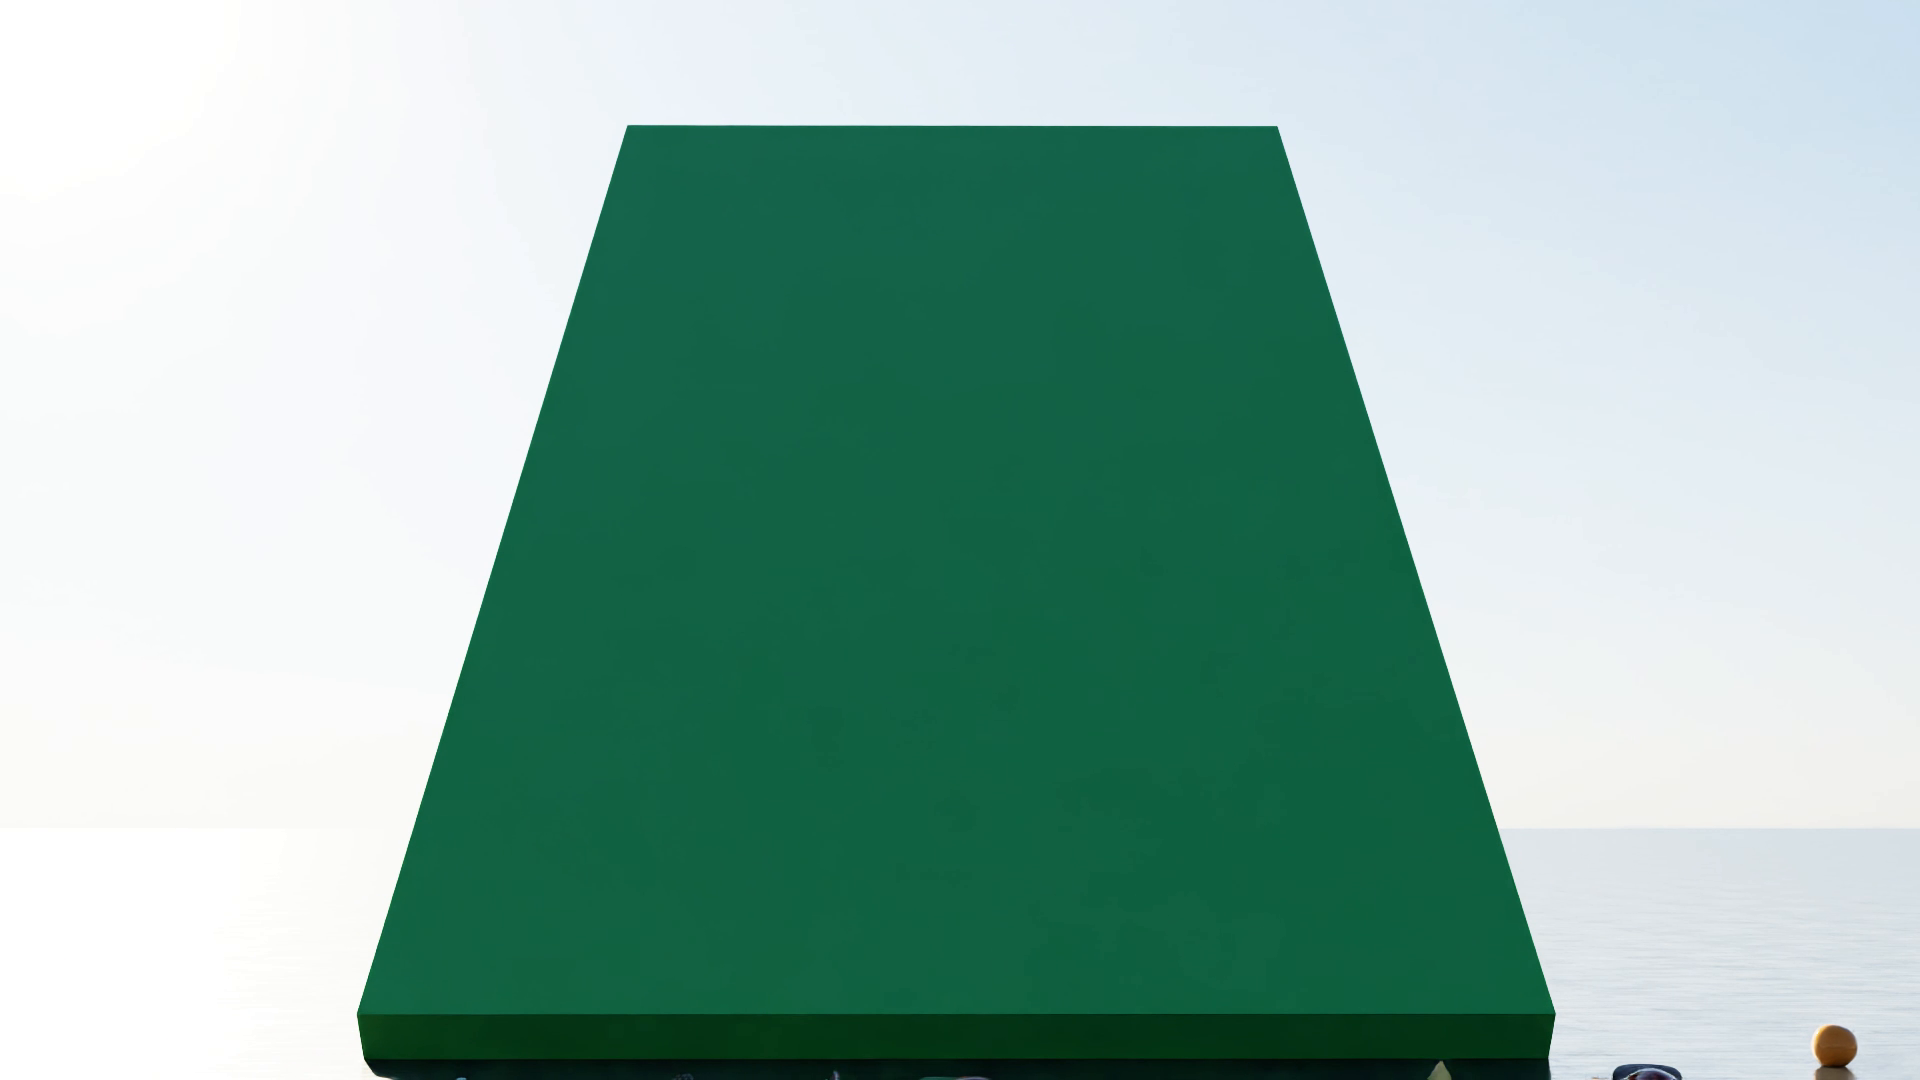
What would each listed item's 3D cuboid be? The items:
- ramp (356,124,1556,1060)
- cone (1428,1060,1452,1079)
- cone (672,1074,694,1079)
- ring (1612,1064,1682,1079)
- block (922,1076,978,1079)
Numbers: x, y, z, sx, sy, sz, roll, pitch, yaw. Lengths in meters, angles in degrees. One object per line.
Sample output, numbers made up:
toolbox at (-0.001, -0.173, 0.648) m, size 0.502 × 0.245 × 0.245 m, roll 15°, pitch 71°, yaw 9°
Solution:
ramp at (-0.014, -0.200, 5.792) m, size 2.000 × 0.100 × 4.000 m, roll 0°, pitch 31°, yaw 0°
cone at (0.682, 0.793, 3.512) m, size 0.063 × 0.063 × 0.063 m, roll -27°, pitch -9°, yaw 4°
cone at (-0.377, 0.783, 3.408) m, size 0.054 × 0.054 × 0.054 m, roll -5°, pitch -35°, yaw 35°
ring at (1.029, 0.805, 3.642) m, size 0.101 × 0.034 × 0.101 m, roll 0°, pitch -5°, yaw 0°
block at (-0.017, 0.729, 3.129) m, size 0.067 × 0.067 × 0.067 m, roll -1°, pitch -7°, yaw 11°
